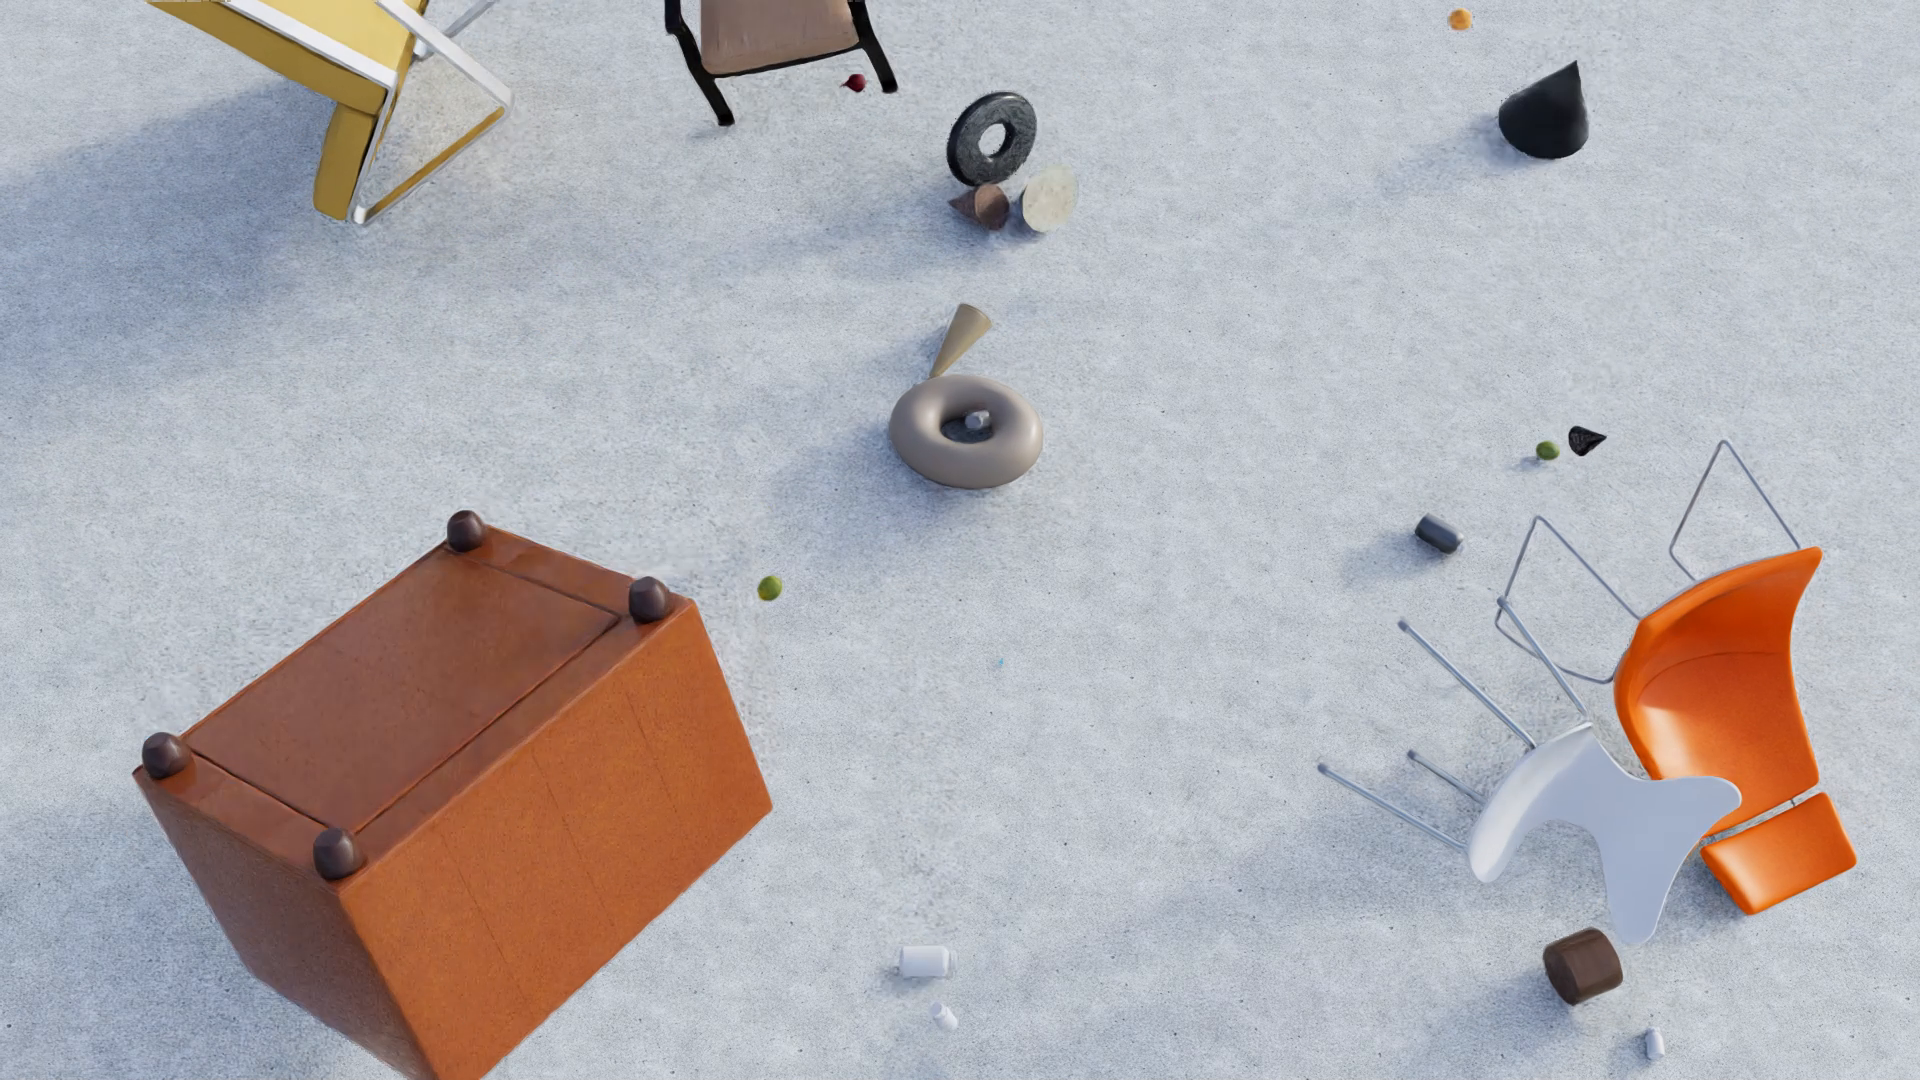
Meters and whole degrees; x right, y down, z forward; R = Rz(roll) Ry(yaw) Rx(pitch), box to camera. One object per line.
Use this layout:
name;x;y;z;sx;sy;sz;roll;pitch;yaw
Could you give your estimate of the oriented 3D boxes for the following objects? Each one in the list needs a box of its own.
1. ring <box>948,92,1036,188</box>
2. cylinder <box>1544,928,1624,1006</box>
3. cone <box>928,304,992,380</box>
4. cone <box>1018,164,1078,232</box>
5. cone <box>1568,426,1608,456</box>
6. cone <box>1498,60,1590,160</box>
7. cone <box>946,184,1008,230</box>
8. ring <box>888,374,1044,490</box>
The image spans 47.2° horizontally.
ring;0.107;-1.327;7.286;0.389;0.314;0.066;-29;39;-31
cylinder;1.624;1.112;5.732;0.132;0.158;0.162;-19;78;-12
cone;-0.039;-0.580;6.927;0.128;0.122;0.325;16;65;42
cone;0.246;-1.135;7.284;0.262;0.200;0.157;-40;32;-28
cone;1.877;-0.300;6.515;0.074;0.142;0.092;-23;95;-19
cone;2.006;-1.497;7.349;0.326;0.323;0.303;-26;67;-19
cone;0.028;-1.110;7.268;0.201;0.192;0.140;13;76;39
ring;0.019;-0.331;6.704;0.479;0.154;0.385;12;58;9
